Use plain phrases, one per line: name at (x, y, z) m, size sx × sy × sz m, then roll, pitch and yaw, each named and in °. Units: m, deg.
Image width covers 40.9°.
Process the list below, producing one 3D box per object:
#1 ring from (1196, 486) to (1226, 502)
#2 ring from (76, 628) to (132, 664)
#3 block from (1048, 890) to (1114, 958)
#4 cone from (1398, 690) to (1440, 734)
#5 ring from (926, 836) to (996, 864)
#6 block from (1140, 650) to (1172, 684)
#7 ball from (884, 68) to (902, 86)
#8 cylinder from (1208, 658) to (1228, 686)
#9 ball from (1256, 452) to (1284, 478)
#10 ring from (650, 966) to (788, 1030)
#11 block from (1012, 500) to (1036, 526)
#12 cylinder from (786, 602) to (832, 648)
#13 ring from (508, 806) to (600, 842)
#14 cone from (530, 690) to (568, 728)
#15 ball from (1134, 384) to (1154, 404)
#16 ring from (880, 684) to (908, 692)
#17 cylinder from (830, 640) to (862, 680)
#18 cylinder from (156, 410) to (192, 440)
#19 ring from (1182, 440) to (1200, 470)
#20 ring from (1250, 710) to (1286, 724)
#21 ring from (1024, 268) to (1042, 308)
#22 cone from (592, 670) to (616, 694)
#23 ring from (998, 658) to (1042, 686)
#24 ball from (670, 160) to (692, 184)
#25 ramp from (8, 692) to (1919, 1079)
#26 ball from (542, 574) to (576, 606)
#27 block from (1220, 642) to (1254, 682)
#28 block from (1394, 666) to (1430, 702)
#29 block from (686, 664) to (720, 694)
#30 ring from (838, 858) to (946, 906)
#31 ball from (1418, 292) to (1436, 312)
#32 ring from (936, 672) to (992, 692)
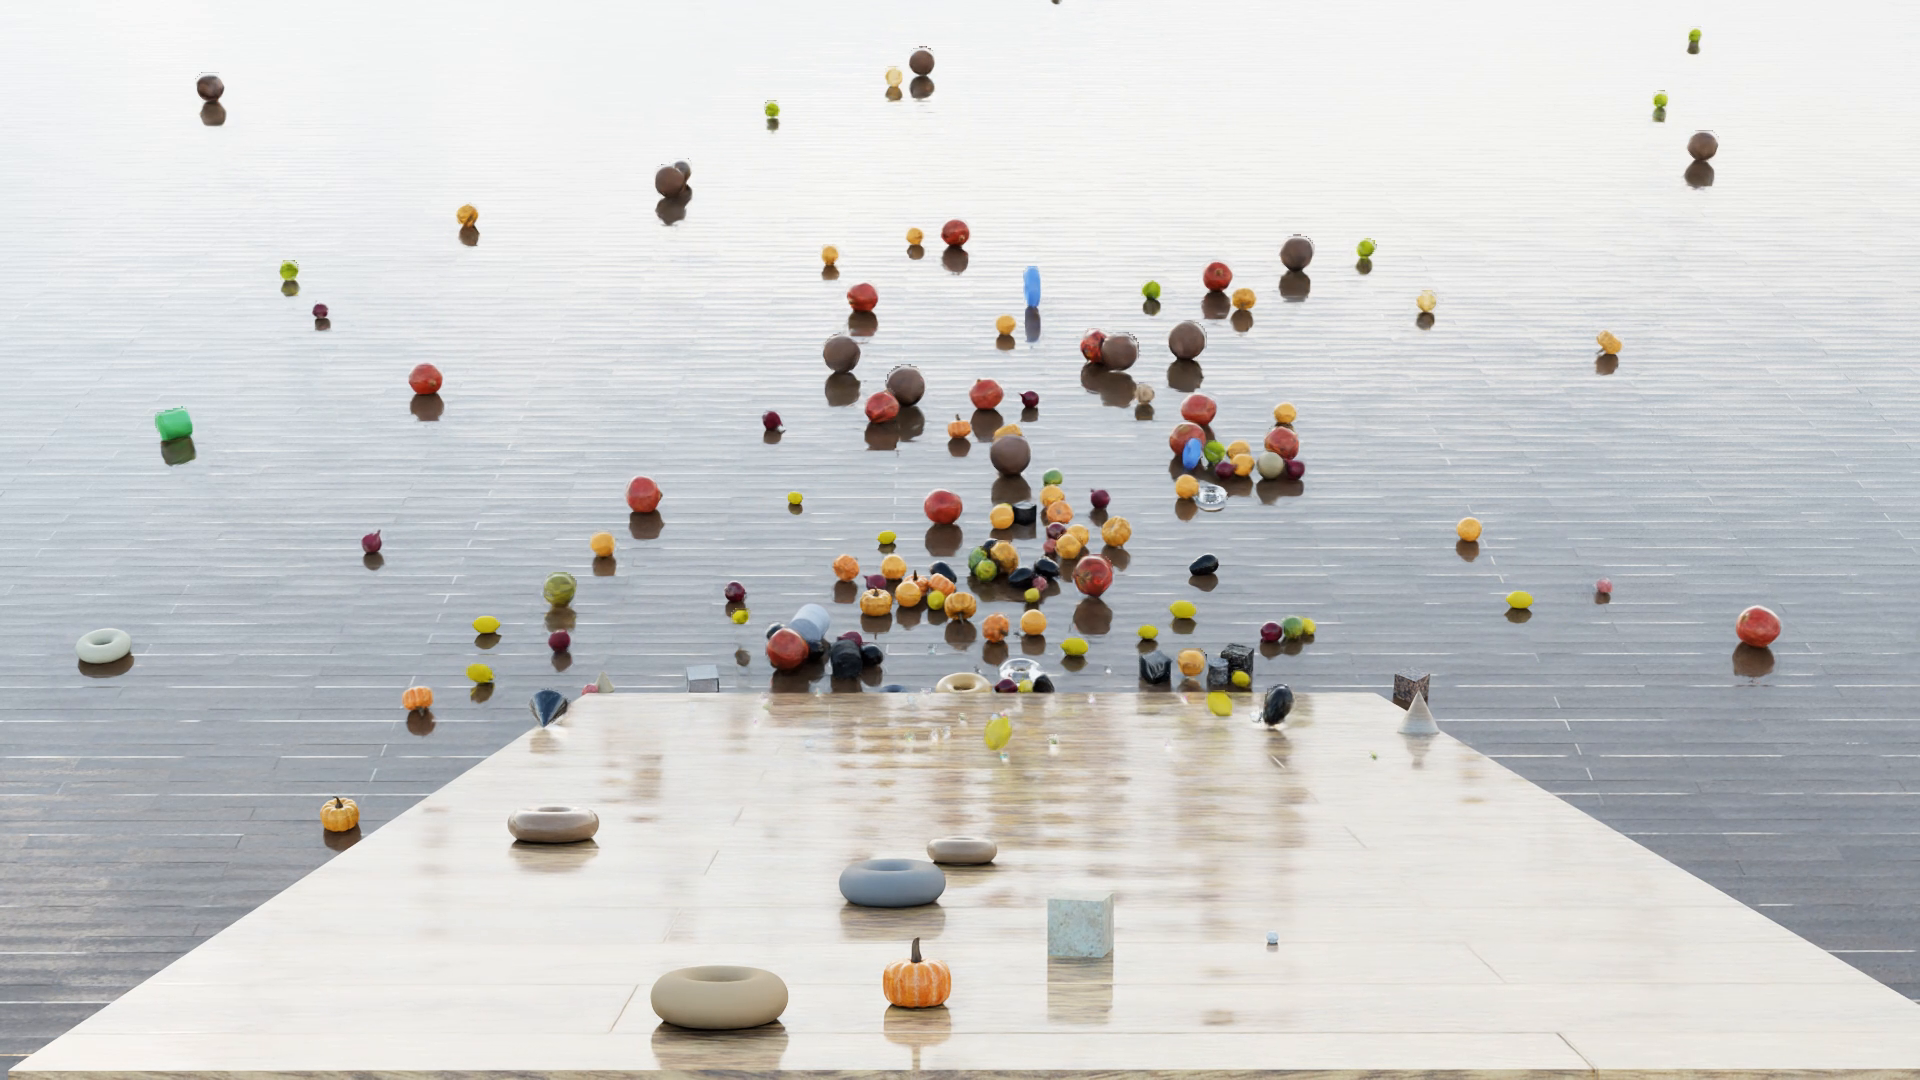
ring at (0.769, -0.140, 7.897) m, size 0.093 × 0.031 × 0.093 m, roll -3°, pitch 25°, yaw 1°
ring at (-2.306, 0.285, 6.939) m, size 0.146 × 0.049 × 0.146 m, roll -1°, pitch 26°, yaw 0°
block at (0.148, 0.469, 3.155) m, size 0.068 × 0.068 × 0.068 m, roll 0°, pitch 2°, yaw 15°
cone at (0.999, 0.373, 5.612) m, size 0.094 × 0.094 × 0.094 m, roll 0°, pitch 2°, yaw 0°
ring at (0.003, 0.462, 3.844) m, size 0.106 × 0.035 × 0.106 m, roll 1°, pitch -2°, yaw 0°
block at (0.517, 0.338, 6.809) m, size 0.060 × 0.060 × 0.060 m, roll -12°, pitch 27°, yaw -25°
ball at (-0.319, -2.233, 12.439) m, size 0.087 × 0.087 × 0.087 m, roll 0°, pitch 24°, yaw 0°
cylinder at (0.681, 0.347, 6.796) m, size 0.054 × 0.054 × 0.054 m, roll 0°, pitch 24°, yaw 0°
ball at (0.968, -0.234, 8.037) m, size 0.084 × 0.084 × 0.084 m, roll 0°, pitch 24°, yaw 0°
ring at (-0.259, 0.492, 2.775) m, size 0.149 × 0.050 × 0.149 m, roll 1°, pitch 1°, yaw 0°
block at (0.193, -0.080, 7.738) m, size 0.053 × 0.053 × 0.053 m, roll 20°, pitch 31°, yaw 37°
cylinder at (-0.410, 0.235, 6.996) m, size 0.093 × 0.093 × 0.093 m, roll 11°, pitch 43°, yaw 23°
ring at (-0.643, 0.449, 4.075) m, size 0.144 × 0.048 × 0.144 m, roll 1°, pitch 1°, yaw 0°
cone at (-0.923, 0.396, 5.749) m, size 0.088 × 0.088 × 0.088 m, roll 0°, pitch 29°, yaw -1°
ball at (0.618, -0.488, 8.619) m, size 0.067 × 0.067 × 0.067 m, roll 0°, pitch 24°, yaw 0°
ring at (-0.172, 0.401, 6.712) m, size 0.077 × 0.026 × 0.077 m, roll 1°, pitch 25°, yaw 0°
cylinder at (-0.303, 0.317, 6.831) m, size 0.080 × 0.080 × 0.080 m, roll -3°, pitch 25°, yaw -7°
cylinder at (-2.542, -0.372, 8.340) m, size 0.086 × 0.086 × 0.086 m, roll -17°, pitch 29°, yaw -32°
ring at (0.728, -0.270, 8.105) m, size 0.032 × 0.097 × 0.097 m, roll 13°, pitch 21°, yaw -15°
ring at (0.697, 0.399, 5.819) m, size 0.083 × 0.028 × 0.083 m, roll -1°, pitch 3°, yaw 0°
ring at (0.268, -0.930, 9.497) m, size 0.048 × 0.145 × 0.145 m, roll -11°, pitch 26°, yaw -7°
cone at (-0.935, 0.365, 6.748) m, size 0.060 × 0.060 × 0.060 m, roll 0°, pitch 24°, yaw 0°
ring at (0.160, 0.350, 6.809) m, size 0.118 × 0.039 × 0.118 m, roll 0°, pitch 23°, yaw 0°
ball at (-1.189, -1.567, 10.958) m, size 0.097 × 0.097 × 0.097 m, roll 0°, pitch 24°, yaw 0°
ramp at (0.056, 0.506, 4.550) m, size 2.000 × 0.100 × 4.000 m, roll 0°, pitch 2°, yaw 0°
ball at (-1.121, 0.140, 7.206) m, size 0.091 × 0.091 × 0.091 m, roll 0°, pitch 24°, yaw 0°
block at (0.734, 0.323, 6.832) m, size 0.068 × 0.068 × 0.068 m, roll 12°, pitch 27°, yaw 25°
block at (1.177, 0.377, 6.717) m, size 0.065 × 0.065 × 0.065 m, roll 22°, pitch 33°, yaw 40°
block at (-0.669, 0.378, 6.701) m, size 0.077 × 0.077 × 0.077 m, roll -5°, pitch 25°, yaw -10°
ring at (-0.092, 0.467, 3.514) m, size 0.146 × 0.049 × 0.146 m, roll -1°, pitch 3°, yaw 0°
ball at (1.714, -0.874, 9.465) m, size 0.070 × 0.070 × 0.070 m, roll 0°, pitch 24°, yaw 0°
ring at (0.010, 0.393, 6.701) m, size 0.150 × 0.050 × 0.150 m, roll -1°, pitch 25°, yaw 0°
